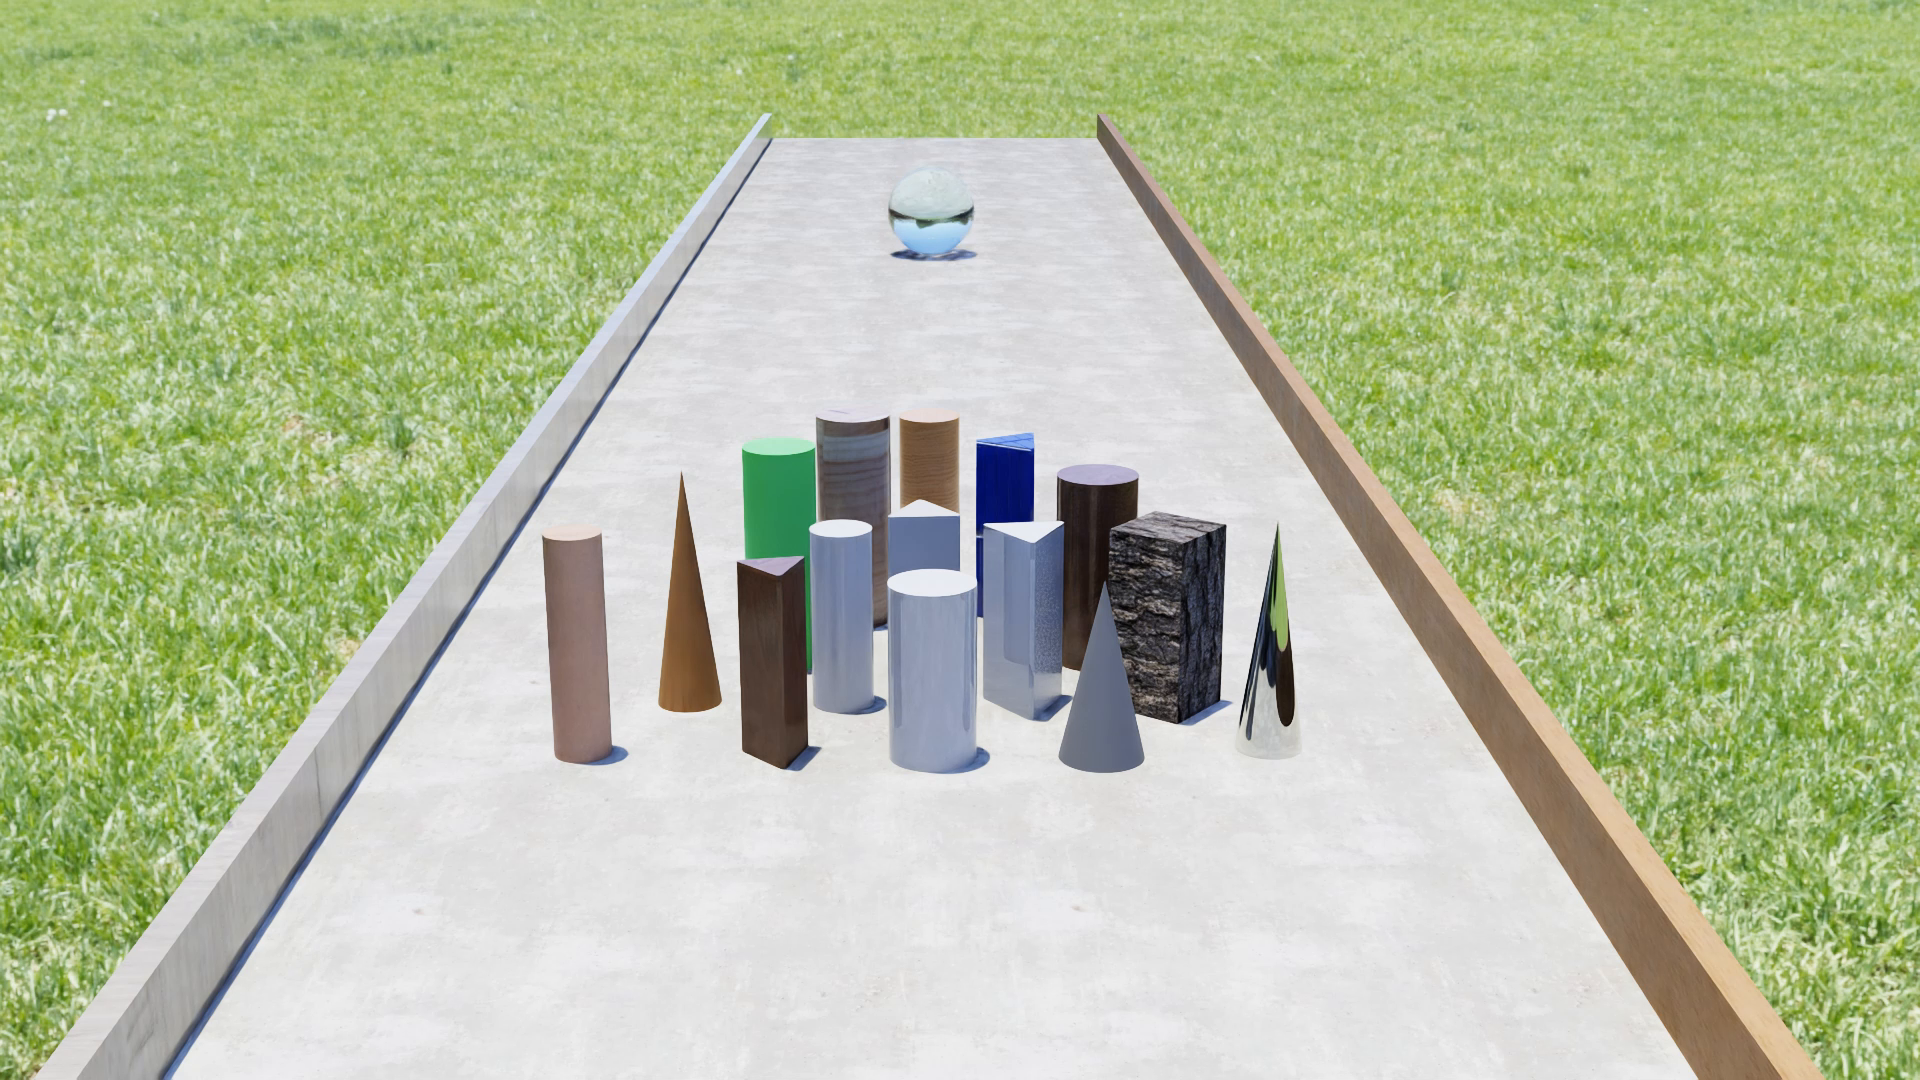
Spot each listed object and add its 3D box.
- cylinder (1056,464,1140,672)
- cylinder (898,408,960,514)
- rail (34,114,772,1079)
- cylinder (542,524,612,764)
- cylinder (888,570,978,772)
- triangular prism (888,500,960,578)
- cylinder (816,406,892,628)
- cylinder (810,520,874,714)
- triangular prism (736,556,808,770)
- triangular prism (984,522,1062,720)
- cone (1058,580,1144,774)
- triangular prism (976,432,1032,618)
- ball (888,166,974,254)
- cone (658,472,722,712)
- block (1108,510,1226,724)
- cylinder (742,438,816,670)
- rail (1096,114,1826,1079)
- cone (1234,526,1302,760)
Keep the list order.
[{"bbox_3d":[0.271,0.055,4.369,0.161,0.384,0.161,0,17,0],"label":"cylinder"},{"bbox_3d":[-0.067,-0.089,4.854,0.134,0.383,0.134,0,17,0],"label":"cylinder"},{"bbox_3d":[-1.118,-0.838,7.780,0.050,0.150,12.000,0,17,-1],"label":"rail"},{"bbox_3d":[-0.675,0.184,3.885,0.103,0.413,0.103,0,17,0],"label":"cylinder"},{"bbox_3d":[-0.048,0.230,3.885,0.158,0.325,0.158,0,17,0],"label":"cylinder"},{"bbox_3d":[-0.075,0.082,4.414,0.140,0.306,0.121,-1,17,-5],"label":"triangular prism"},{"bbox_3d":[-0.221,-0.048,4.606,0.155,0.445,0.155,0,17,0],"label":"cylinder"},{"bbox_3d":[-0.222,0.144,4.138,0.117,0.345,0.117,0,17,0],"label":"cylinder"},{"bbox_3d":[-0.313,0.210,3.893,0.103,0.358,0.118,-15,22,-41],"label":"triangular prism"},{"bbox_3d":[0.141,0.142,4.141,0.129,0.346,0.149,-12,20,-34],"label":"triangular prism"},{"bbox_3d":[0.253,0.228,3.880,0.155,0.331,0.155,0,17,0],"label":"cone"},{"bbox_3d":[0.122,-0.027,4.641,0.137,0.386,0.118,10,19,30],"label":"triangular prism"},{"bbox_3d":[-0.121,-1.381,9.229,0.366,0.366,0.366,0,17,0],"label":"ball"},{"bbox_3d":[-0.515,0.087,4.127,0.122,0.460,0.122,0,17,0],"label":"cone"},{"bbox_3d":[0.387,0.143,4.132,0.157,0.350,0.157,12,20,35],"label":"block"},{"bbox_3d":[-0.353,0.030,4.345,0.143,0.445,0.143,0,17,0],"label":"cylinder"},{"bbox_3d":[0.932,-0.844,7.801,0.050,0.150,12.000,0,17,-1],"label":"rail"},{"bbox_3d":[0.557,0.169,3.910,0.123,0.427,0.123,0,17,0],"label":"cone"}]
